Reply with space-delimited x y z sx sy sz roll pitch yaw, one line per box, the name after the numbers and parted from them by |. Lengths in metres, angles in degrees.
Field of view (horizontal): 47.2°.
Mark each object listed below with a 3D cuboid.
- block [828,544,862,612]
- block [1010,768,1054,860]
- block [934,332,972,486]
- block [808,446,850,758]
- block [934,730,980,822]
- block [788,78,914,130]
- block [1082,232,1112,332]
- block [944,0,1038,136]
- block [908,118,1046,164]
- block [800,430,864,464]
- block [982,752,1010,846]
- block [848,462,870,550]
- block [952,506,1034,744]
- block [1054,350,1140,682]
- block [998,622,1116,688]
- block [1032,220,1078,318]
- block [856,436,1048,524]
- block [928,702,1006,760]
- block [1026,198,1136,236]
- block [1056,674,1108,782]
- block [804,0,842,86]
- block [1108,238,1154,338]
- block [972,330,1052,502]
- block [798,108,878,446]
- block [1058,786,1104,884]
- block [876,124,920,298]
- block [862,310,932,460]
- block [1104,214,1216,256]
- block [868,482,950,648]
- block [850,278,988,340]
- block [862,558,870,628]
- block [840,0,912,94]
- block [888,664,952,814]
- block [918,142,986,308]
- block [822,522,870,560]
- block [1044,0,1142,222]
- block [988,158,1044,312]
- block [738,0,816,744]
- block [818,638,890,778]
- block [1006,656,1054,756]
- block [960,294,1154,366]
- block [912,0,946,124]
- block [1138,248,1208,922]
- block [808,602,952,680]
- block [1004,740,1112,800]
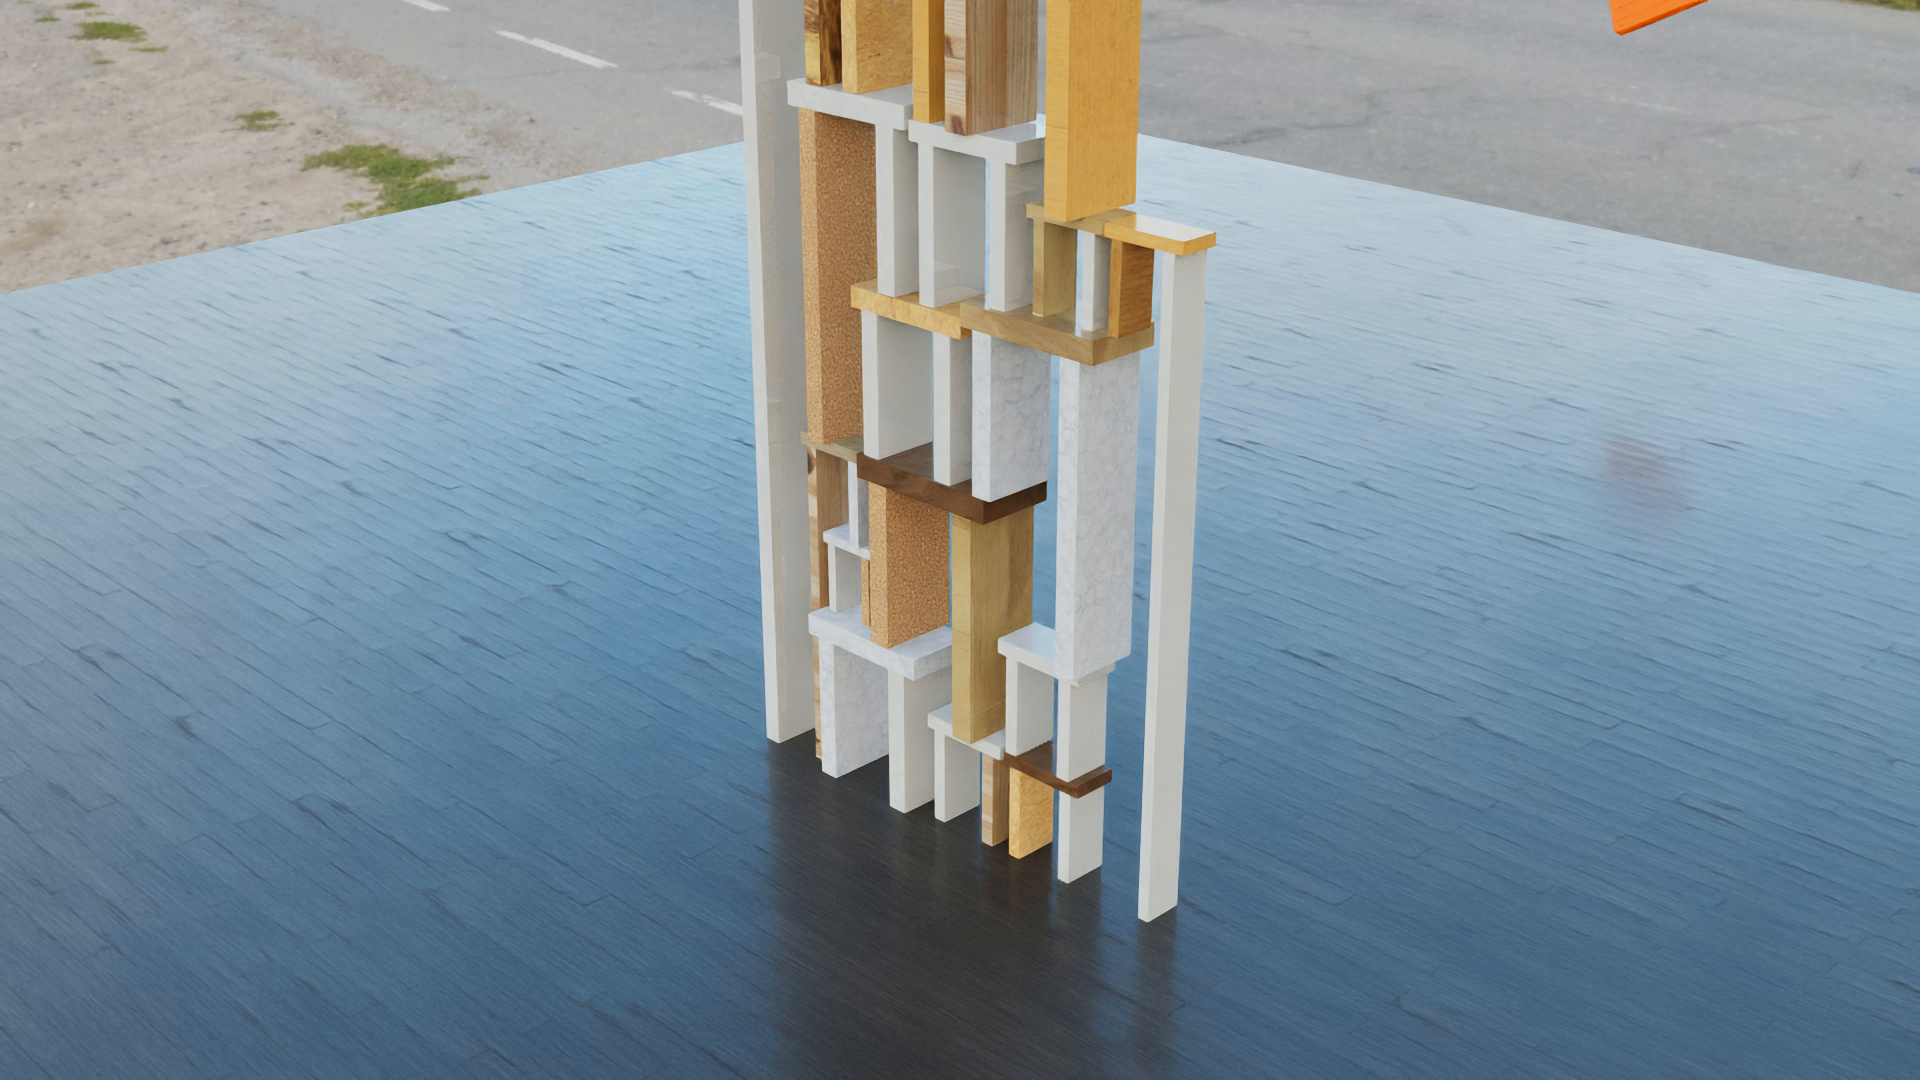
-0.234 0.067 4.504 0.021 0.148 0.074 21 31 41 | block
0.140 0.517 4.295 0.027 0.193 0.096 21 31 41 | block
0.018 -0.260 4.090 0.145 0.291 0.041 -21 31 -41 | block
-0.265 0.126 4.559 0.026 0.706 0.091 21 31 41 | block
-0.006 0.458 4.425 0.028 0.200 0.100 21 31 41 | block
-0.155 -0.813 4.055 0.158 0.045 0.315 -21 31 -41 | block
0.248 -0.451 3.761 0.024 0.172 0.086 21 31 40 | block
0.055 -0.889 3.785 0.177 0.355 0.050 -21 31 -40 | block
0.049 -0.711 3.867 0.133 0.038 0.266 -21 31 -40 | block
-0.222 -0.194 4.377 0.182 0.026 0.091 21 31 41 | block
0.089 0.495 4.338 0.028 0.200 0.100 21 31 41 | block
-0.179 -0.081 4.378 0.026 0.182 0.091 21 31 40 | block
0.063 0.149 4.225 0.049 0.469 0.171 21 31 41 | block
0.244 -0.051 3.935 0.159 0.609 0.045 -21 31 -40 | block
0.181 0.214 4.127 0.103 0.029 0.206 -21 31 -40 | block
0.166 -0.482 3.836 0.086 0.172 0.024 -21 31 -40 | block
-0.018 -0.121 4.198 0.343 0.049 0.171 21 31 41 | block
0.042 0.372 4.337 0.200 0.028 0.100 21 31 41 | block
0.206 -0.557 3.760 0.172 0.024 0.086 21 31 40 | block
0.229 0.342 4.128 0.103 0.206 0.029 -21 31 -40 | block
-0.221 -0.988 4.049 0.040 0.282 0.141 21 31 41 | block
0.291 -0.434 3.727 0.024 0.169 0.085 23 32 40 | block
0.094 -0.243 4.017 0.045 0.319 0.159 21 31 41 | block
-0.229 -0.518 4.261 0.045 0.661 0.158 21 31 41 | block
0.232 0.552 4.213 0.096 0.193 0.027 -21 31 -40 | block
-0.081 -0.619 4.057 0.045 0.315 0.157 21 31 41 | block
-0.119 -0.313 4.217 0.041 0.291 0.145 21 31 41 | block
0.332 -0.507 3.651 0.169 0.024 0.085 21 31 40 | block
-0.099 0.028 4.349 0.049 0.343 0.171 21 31 41 | block
-0.051 -0.439 4.089 0.145 0.041 0.291 -21 31 -41 | block
-0.164 0.095 4.440 0.021 0.149 0.074 21 31 41 | block
-0.151 -0.960 3.986 0.139 0.279 0.040 -21 31 -41 | block
-0.072 0.384 4.459 0.044 0.310 0.155 21 31 41 | block
-0.014 -0.581 3.990 0.133 0.297 0.038 -21 31 -40 | block
-0.199 0.003 4.439 0.148 0.021 0.074 21 31 40 | block
0.221 -0.774 3.651 0.050 0.461 0.177 21 31 40 | block
0.112 -0.547 3.868 0.133 0.266 0.038 -21 31 -40 | block
-0.353 -0.379 4.453 0.040 1.719 0.141 21 31 41 | block
-0.219 0.327 4.594 0.044 0.310 0.155 21 31 41 | block
0.134 0.303 4.219 0.103 0.206 0.029 -21 31 -40 | block
0.169 -0.381 3.877 0.159 0.045 0.319 -21 31 -40 | block
-0.019 -0.898 3.870 0.140 0.304 0.040 -21 31 -40 | block
0.371 0.107 3.871 0.085 1.279 0.024 -21 31 -41 | block
-0.146 0.192 4.457 0.310 0.044 0.155 21 31 41 | block
0.187 0.433 4.211 0.096 0.027 0.193 -21 31 -40 | block
